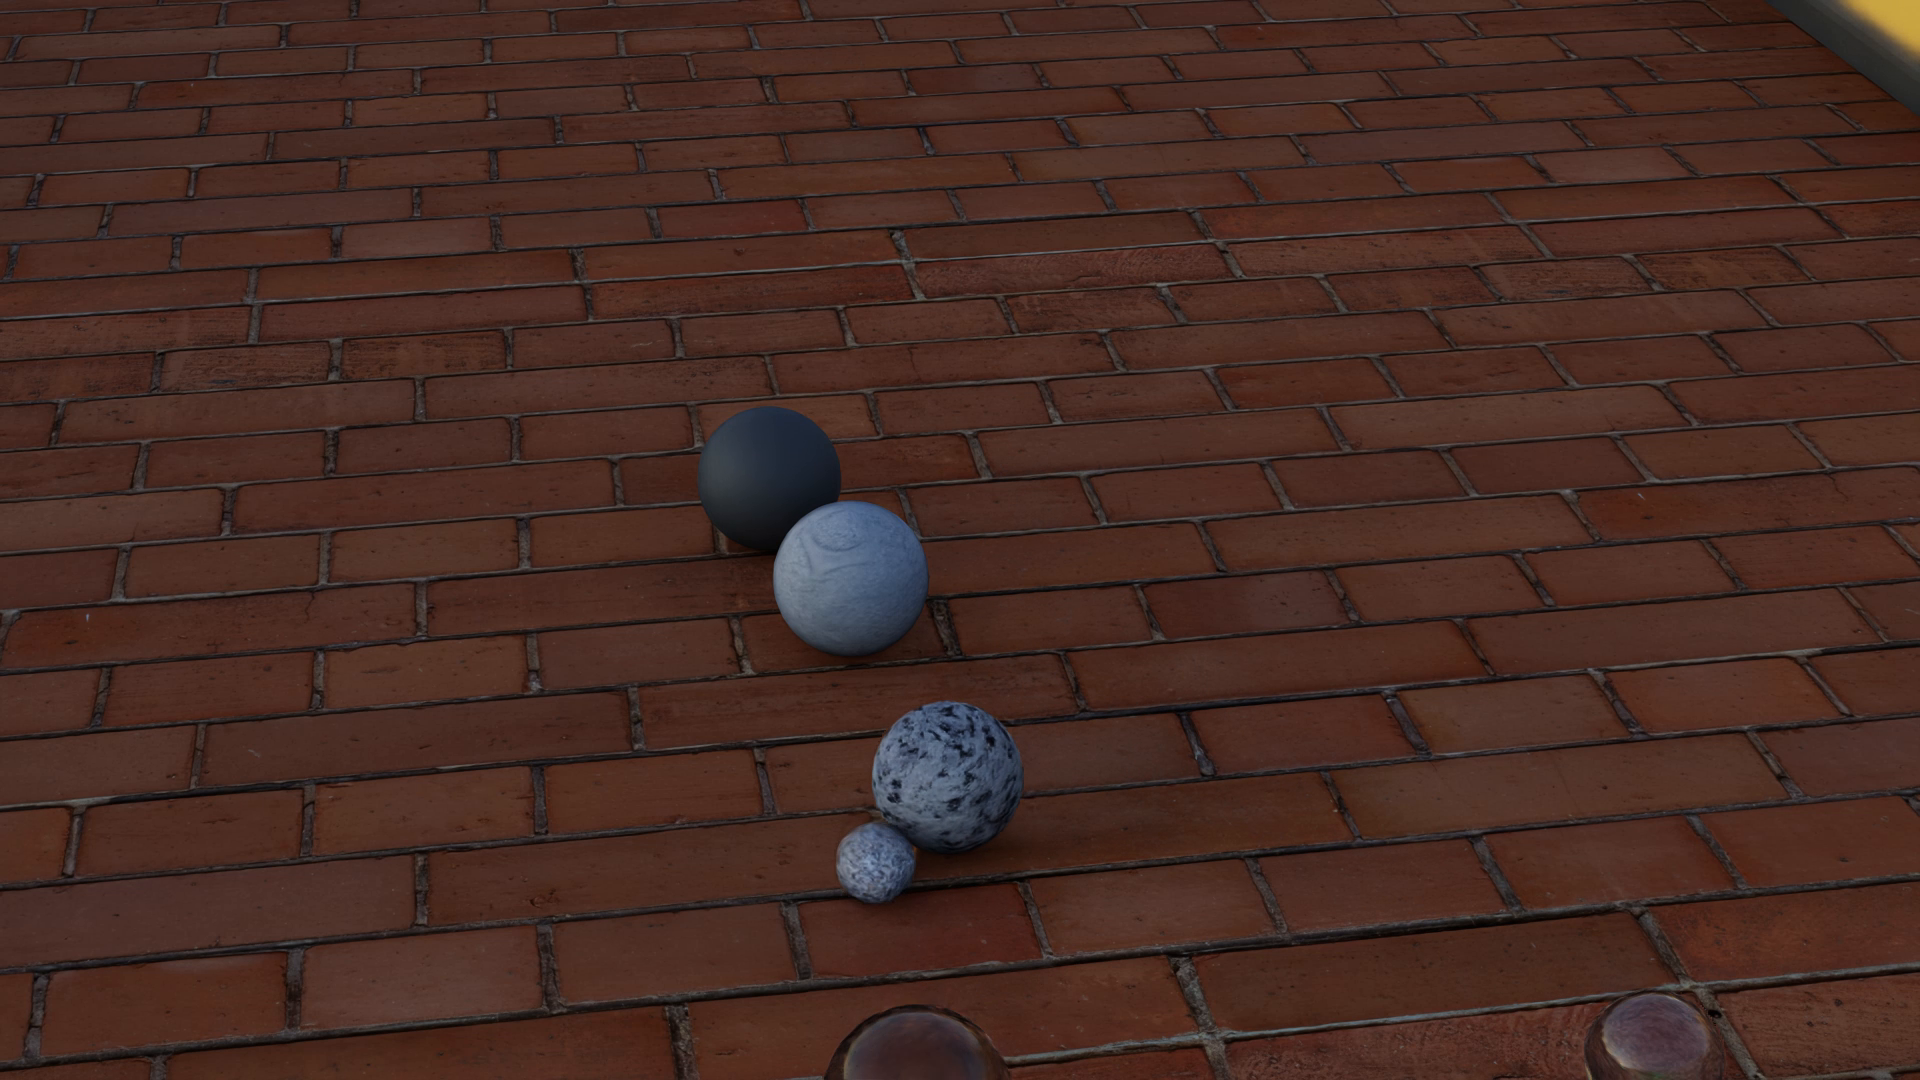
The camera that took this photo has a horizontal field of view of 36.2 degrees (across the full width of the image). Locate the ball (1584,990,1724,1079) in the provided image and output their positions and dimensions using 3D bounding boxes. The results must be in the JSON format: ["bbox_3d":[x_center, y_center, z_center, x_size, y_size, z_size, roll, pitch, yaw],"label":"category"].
[{"bbox_3d":[0.323,0.241,1.370,0.064,0.064,0.064,0,28,0],"label":"ball"}]

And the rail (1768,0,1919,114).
[{"bbox_3d":[0.807,-0.485,2.678,0.045,0.121,3.382,-4,28,-8],"label":"rail"}]

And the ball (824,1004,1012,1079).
[{"bbox_3d":[-0.019,0.253,1.324,0.086,0.086,0.086,0,28,0],"label":"ball"}]

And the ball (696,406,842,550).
[{"bbox_3d":[-0.121,-0.039,1.870,0.092,0.092,0.092,0,28,0],"label":"ball"}]

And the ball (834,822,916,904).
[{"bbox_3d":[-0.044,0.168,1.532,0.042,0.042,0.042,0,28,0],"label":"ball"}]

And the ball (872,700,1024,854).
[{"bbox_3d":[-0.006,0.126,1.568,0.081,0.081,0.081,0,28,0],"label":"ball"}]

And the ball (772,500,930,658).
[{"bbox_3d":[-0.065,0.023,1.751,0.093,0.093,0.093,0,28,0],"label":"ball"}]
